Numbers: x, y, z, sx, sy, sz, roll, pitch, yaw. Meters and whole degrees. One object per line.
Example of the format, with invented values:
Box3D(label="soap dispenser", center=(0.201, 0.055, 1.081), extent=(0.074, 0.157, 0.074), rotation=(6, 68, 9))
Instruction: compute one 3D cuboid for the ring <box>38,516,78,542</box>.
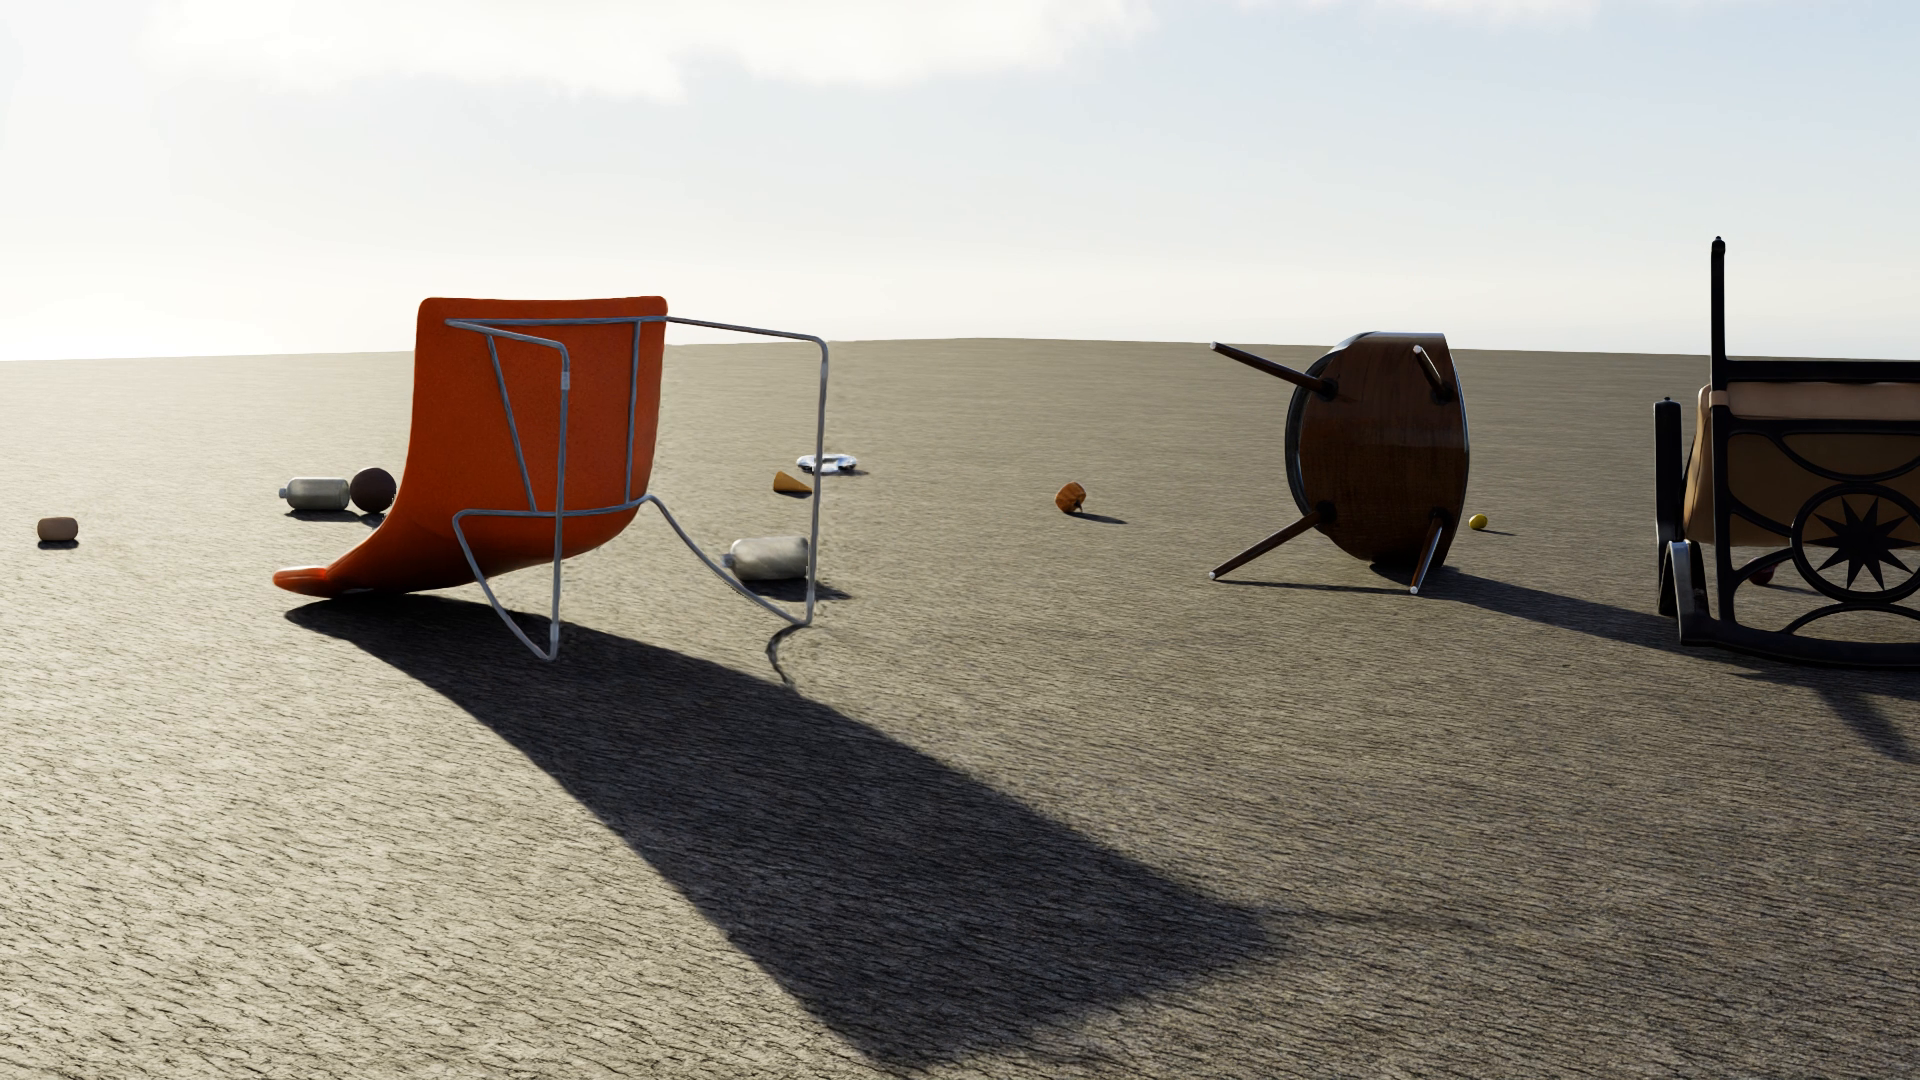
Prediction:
Box3D(label="ring", center=(-2.257, -0.028, 6.417), extent=(0.097, 0.056, 0.101), rotation=(-1, 4, 11))

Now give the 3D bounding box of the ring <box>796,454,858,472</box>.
Box3D(label="ring", center=(-0.452, -0.262, 8.724), extent=(0.207, 0.049, 0.213), rotation=(2, 6, 21))

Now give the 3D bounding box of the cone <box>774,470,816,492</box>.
Box3D(label="cone", center=(-0.496, -0.163, 7.840), extent=(0.134, 0.067, 0.065), rotation=(16, -22, 13))
